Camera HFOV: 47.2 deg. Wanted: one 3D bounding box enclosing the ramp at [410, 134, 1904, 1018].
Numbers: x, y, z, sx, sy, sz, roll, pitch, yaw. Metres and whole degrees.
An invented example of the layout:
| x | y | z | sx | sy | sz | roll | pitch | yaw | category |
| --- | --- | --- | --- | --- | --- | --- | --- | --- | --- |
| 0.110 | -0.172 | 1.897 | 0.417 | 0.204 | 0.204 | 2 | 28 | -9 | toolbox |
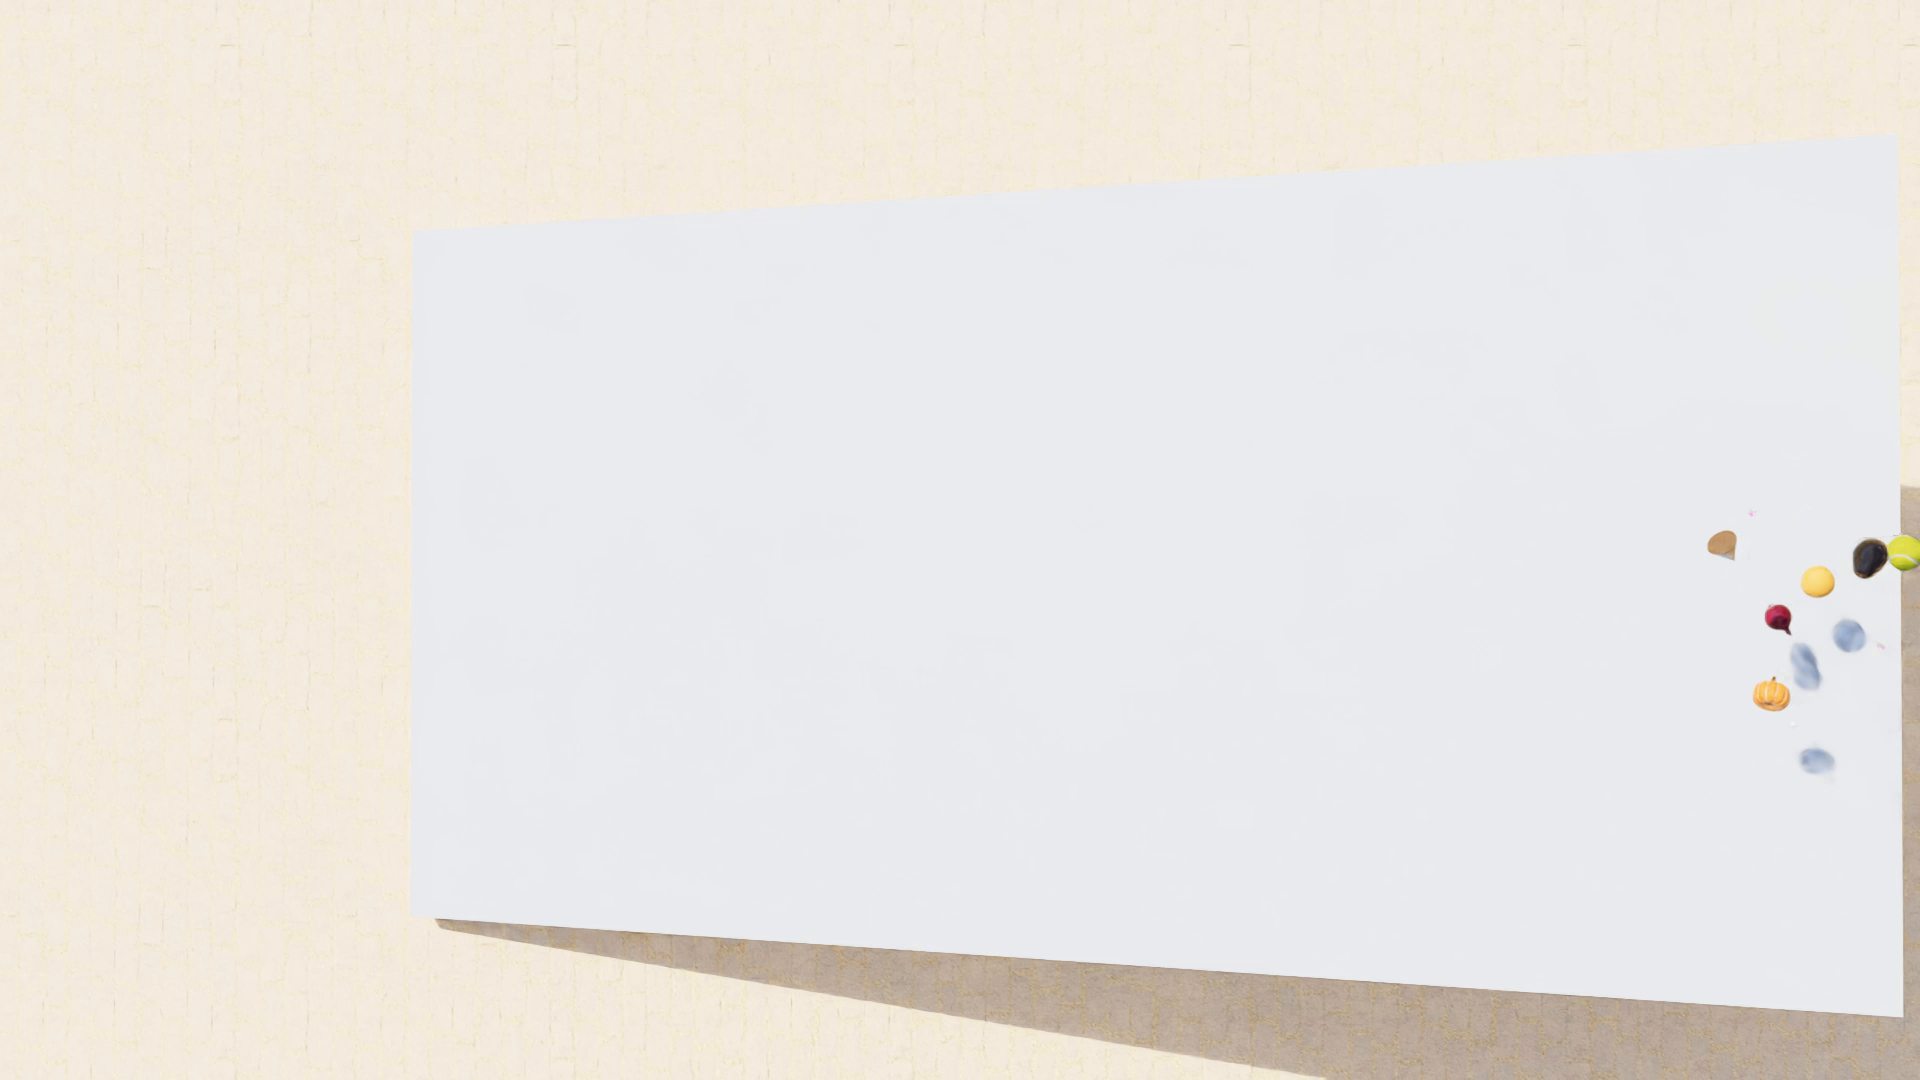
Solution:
| x | y | z | sx | sy | sz | roll | pitch | yaw | category |
| --- | --- | --- | --- | --- | --- | --- | --- | --- | --- |
| 0.282 | 0.088 | 5.746 | 4.000 | 0.100 | 2.000 | 0 | 89 | 21 | ramp |
